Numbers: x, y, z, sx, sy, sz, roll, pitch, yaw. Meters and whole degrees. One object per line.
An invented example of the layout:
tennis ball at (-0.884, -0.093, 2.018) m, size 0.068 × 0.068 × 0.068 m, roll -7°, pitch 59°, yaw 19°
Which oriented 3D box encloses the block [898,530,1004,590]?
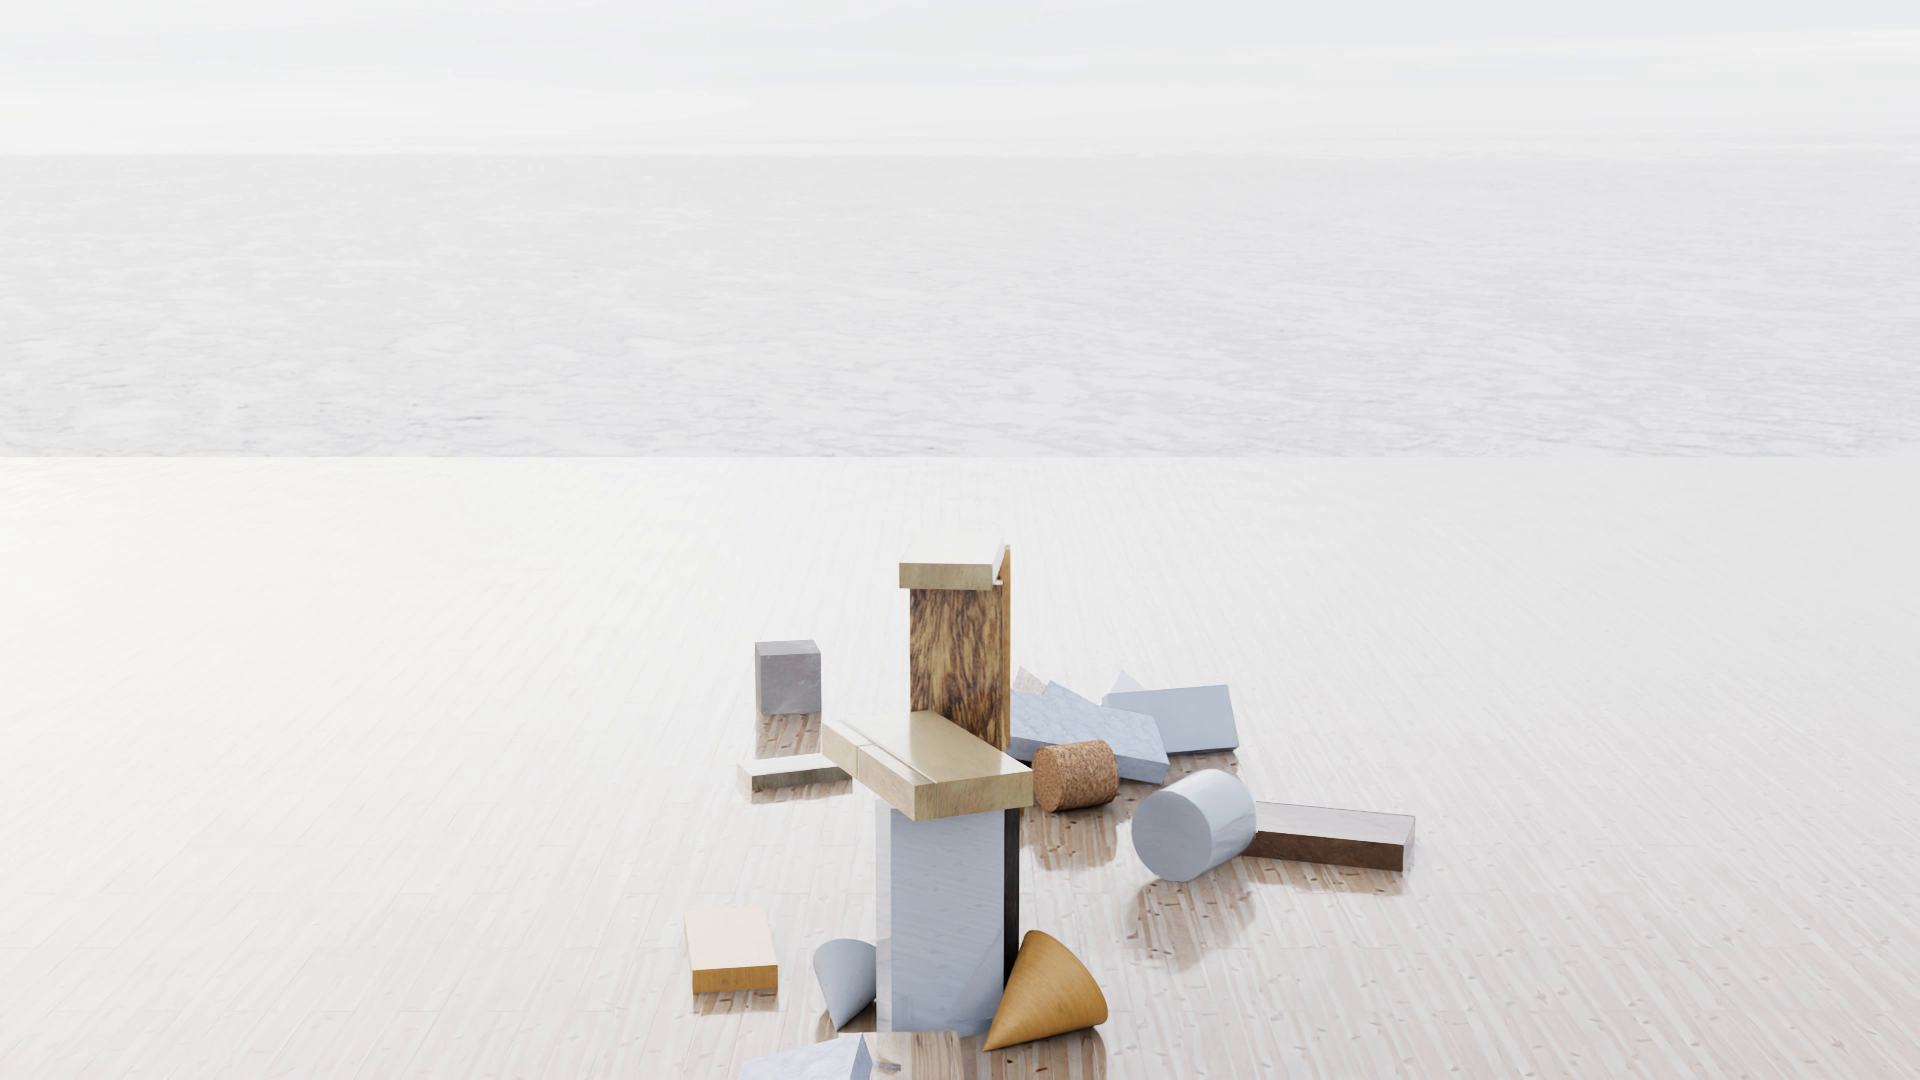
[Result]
block at (-0.010, 0.029, 3.362) m, size 0.138 × 0.039 × 0.275 m, roll 1°, pitch 10°, yaw 5°

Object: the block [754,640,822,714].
block at (-0.380, 0.302, 4.859) m, size 0.132 × 0.132 × 0.132 m, roll -2°, pitch 11°, yaw -11°

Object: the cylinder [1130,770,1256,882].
cylinder at (0.402, 0.489, 3.779) m, size 0.158 × 0.158 × 0.158 m, roll 7°, pitch 13°, yaw 34°

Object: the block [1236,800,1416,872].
block at (0.624, 0.522, 3.905) m, size 0.343 × 0.049 × 0.171 m, roll 3°, pitch 11°, yaw 18°

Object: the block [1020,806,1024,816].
block at (0.065, 0.510, 4.054) m, size 0.059 × 0.017 × 0.119 m, roll 6°, pitch 12°, yaw 28°

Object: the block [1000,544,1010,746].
block at (0.001, 0.181, 3.767) m, size 0.171 × 0.343 × 0.049 m, roll 0°, pitch 10°, yaw 1°

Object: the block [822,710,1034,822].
block at (-0.052, 0.314, 3.107) m, size 0.175 × 0.049 × 0.349 m, roll -5°, pitch 11°, yaw -24°

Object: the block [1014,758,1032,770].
block at (0.074, 0.411, 4.326) m, size 0.141 × 0.040 × 0.283 m, roll 39°, pitch 23°, yaw 14°

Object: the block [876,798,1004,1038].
block at (-0.028, 0.524, 3.067) m, size 0.175 × 0.349 × 0.049 m, roll -5°, pitch 12°, yaw -27°

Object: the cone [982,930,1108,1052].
cone at (0.089, 0.663, 3.073) m, size 0.166 × 0.166 × 0.166 m, roll -37°, pitch 28°, yaw -26°

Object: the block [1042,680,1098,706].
block at (0.210, 0.378, 4.451) m, size 0.132 × 0.037 × 0.265 m, roll 28°, pitch 22°, yaw 2°

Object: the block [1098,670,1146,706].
block at (0.363, 0.358, 4.612) m, size 0.132 × 0.037 × 0.265 m, roll 40°, pitch 15°, yaw 2°

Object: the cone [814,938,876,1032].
cone at (-0.165, 0.658, 3.151) m, size 0.122 × 0.122 × 0.122 m, roll 2°, pitch 37°, yaw 11°

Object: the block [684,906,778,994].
block at (-0.354, 0.626, 3.375) m, size 0.126 × 0.036 × 0.252 m, roll -2°, pitch 11°, yaw -10°

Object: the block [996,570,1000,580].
block at (-0.005, 0.169, 3.472) m, size 0.138 × 0.275 × 0.039 m, roll 0°, pitch 11°, yaw 0°

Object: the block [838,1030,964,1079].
block at (-0.064, 0.758, 2.640) m, size 0.162 × 0.046 × 0.724 m, roll -1°, pitch 11°, yaw -3°

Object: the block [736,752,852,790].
block at (-0.326, 0.453, 4.324) m, size 0.206 × 0.029 × 0.103 m, roll -4°, pitch 11°, yaw -22°

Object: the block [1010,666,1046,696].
block at (0.158, 0.354, 4.616) m, size 0.141 × 0.040 × 0.283 m, roll 38°, pitch 12°, yaw -2°

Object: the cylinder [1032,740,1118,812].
cylinder at (0.215, 0.442, 4.133) m, size 0.121 × 0.121 × 0.121 m, roll -5°, pitch 12°, yaw -25°

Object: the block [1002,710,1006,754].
block at (0.003, 0.325, 3.489) m, size 0.137 × 0.039 × 0.274 m, roll 0°, pitch 11°, yaw 0°

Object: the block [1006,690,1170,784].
block at (0.190, 0.375, 4.301) m, size 0.420 × 0.049 × 0.171 m, roll 11°, pitch 27°, yaw -13°

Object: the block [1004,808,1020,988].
block at (-0.005, 0.505, 3.173) m, size 0.175 × 0.349 × 0.049 m, roll -2°, pitch 11°, yaw -10°

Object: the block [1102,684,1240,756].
block at (0.429, 0.372, 4.479) m, size 0.265 × 0.132 × 0.037 m, roll -3°, pitch -20°, yaw -17°

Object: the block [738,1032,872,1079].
block at (-0.210, 0.716, 2.705) m, size 0.162 × 0.046 × 0.325 m, roll -16°, pitch 11°, yaw 8°

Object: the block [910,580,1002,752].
block at (-0.005, 0.301, 3.322) m, size 0.138 × 0.482 × 0.039 m, roll 0°, pitch 9°, yaw 2°
